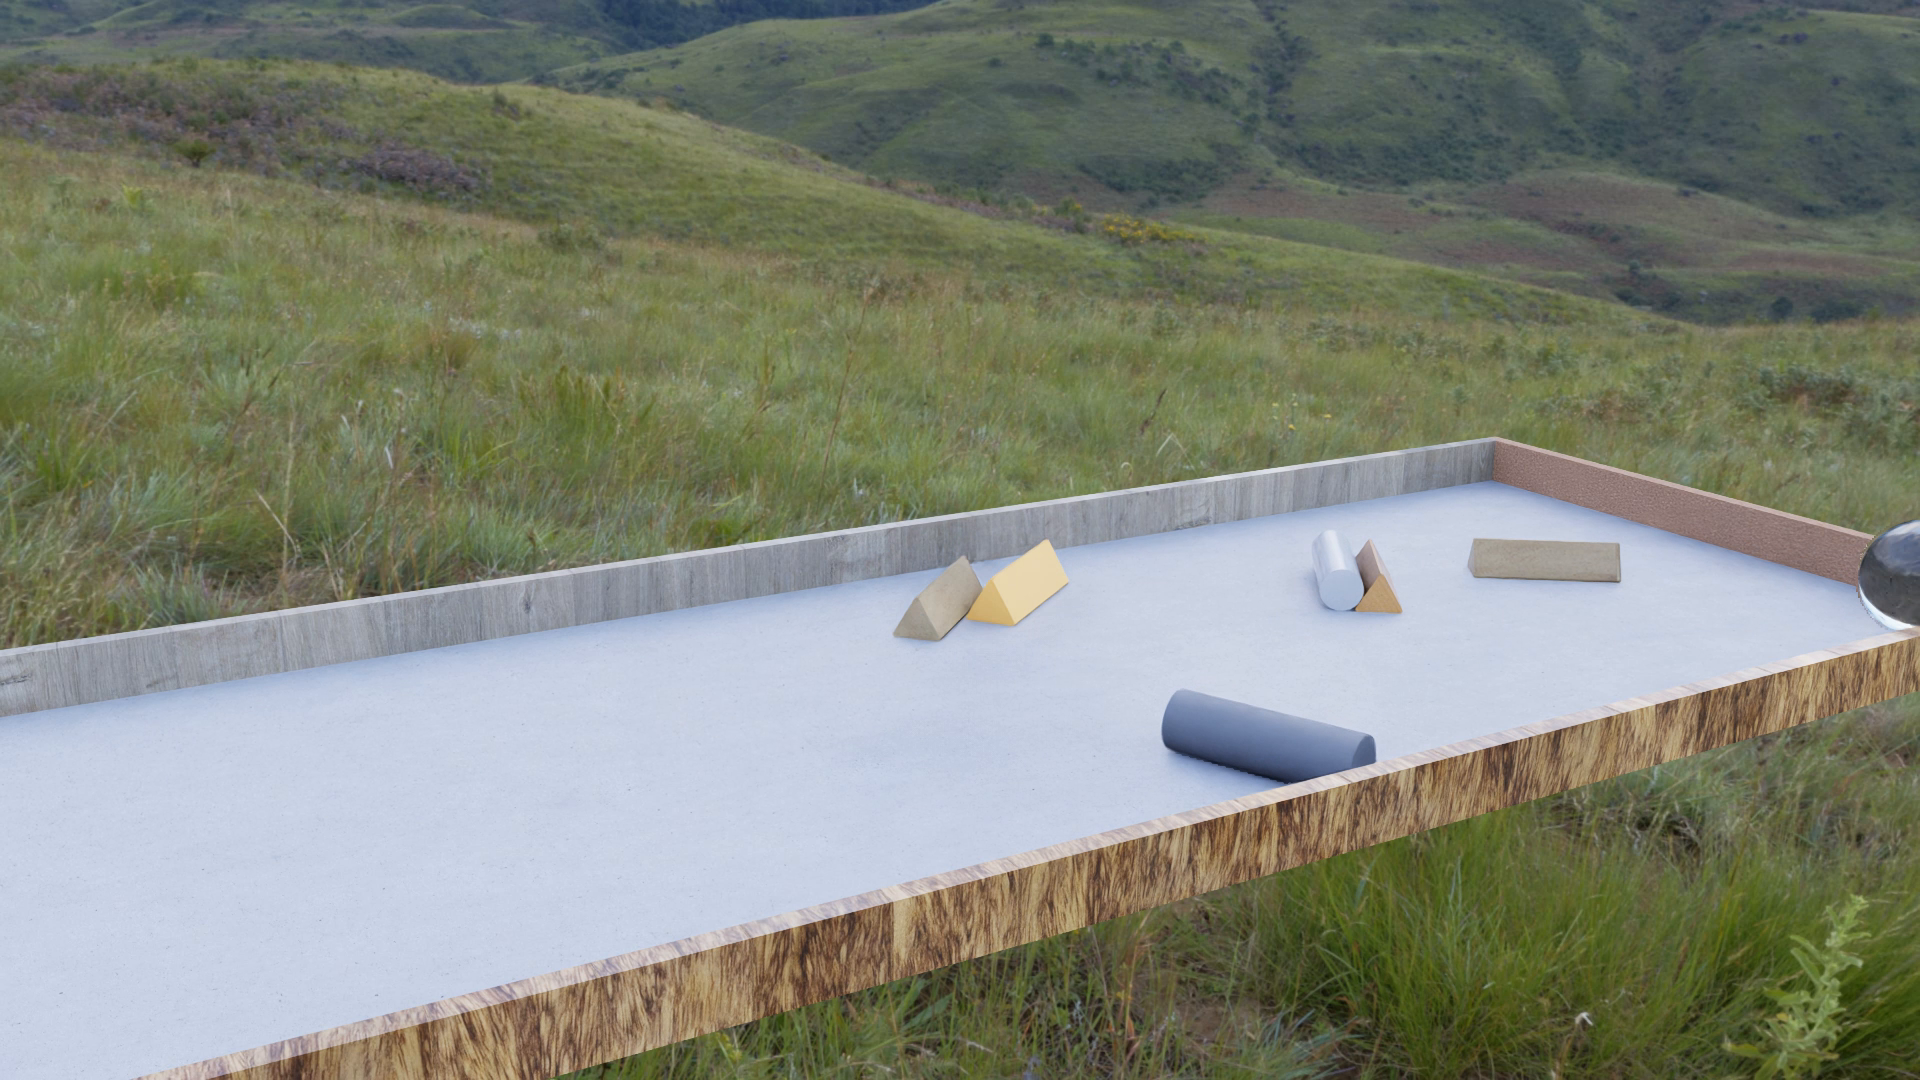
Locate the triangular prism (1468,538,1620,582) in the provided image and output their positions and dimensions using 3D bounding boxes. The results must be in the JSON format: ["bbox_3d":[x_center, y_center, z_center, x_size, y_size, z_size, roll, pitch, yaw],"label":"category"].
[{"bbox_3d":[1.767,0.051,4.984,0.425,0.105,0.121,2,16,7],"label":"triangular prism"}]

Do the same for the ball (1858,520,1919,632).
[{"bbox_3d":[2.592,0.105,4.422,0.324,0.324,0.324,0,16,0],"label":"ball"}]

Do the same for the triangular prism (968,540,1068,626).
[{"bbox_3d":[0.171,0.112,4.737,0.145,0.126,0.422,8,18,23],"label":"triangular prism"}]

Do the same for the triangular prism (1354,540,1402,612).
[{"bbox_3d":[1.208,0.099,4.809,0.129,0.112,0.353,3,17,8],"label":"triangular prism"}]

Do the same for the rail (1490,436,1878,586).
[{"bbox_3d":[2.466,-0.048,5.253,0.050,0.150,2.100,-9,18,-27],"label":"rail"}]

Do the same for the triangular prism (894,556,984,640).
[{"bbox_3d":[-0.053,0.154,4.613,0.135,0.117,0.409,6,17,17],"label":"triangular prism"}]

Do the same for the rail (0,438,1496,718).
[{"bbox_3d":[-3.305,0.497,3.399,12.000,0.150,0.050,-9,18,-27],"label":"rail"}]

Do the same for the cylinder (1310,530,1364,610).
[{"bbox_3d":[1.106,0.085,4.847,0.123,0.123,0.401,2,17,8],"label":"cylinder"}]

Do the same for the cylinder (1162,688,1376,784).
[{"bbox_3d":[0.670,0.441,3.603,0.445,0.141,0.141,12,20,35],"label":"cylinder"}]

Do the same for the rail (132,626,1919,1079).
[{"bbox_3d":[-2.336,1.006,1.665,12.000,0.150,0.050,-9,18,-27],"label":"rail"}]
